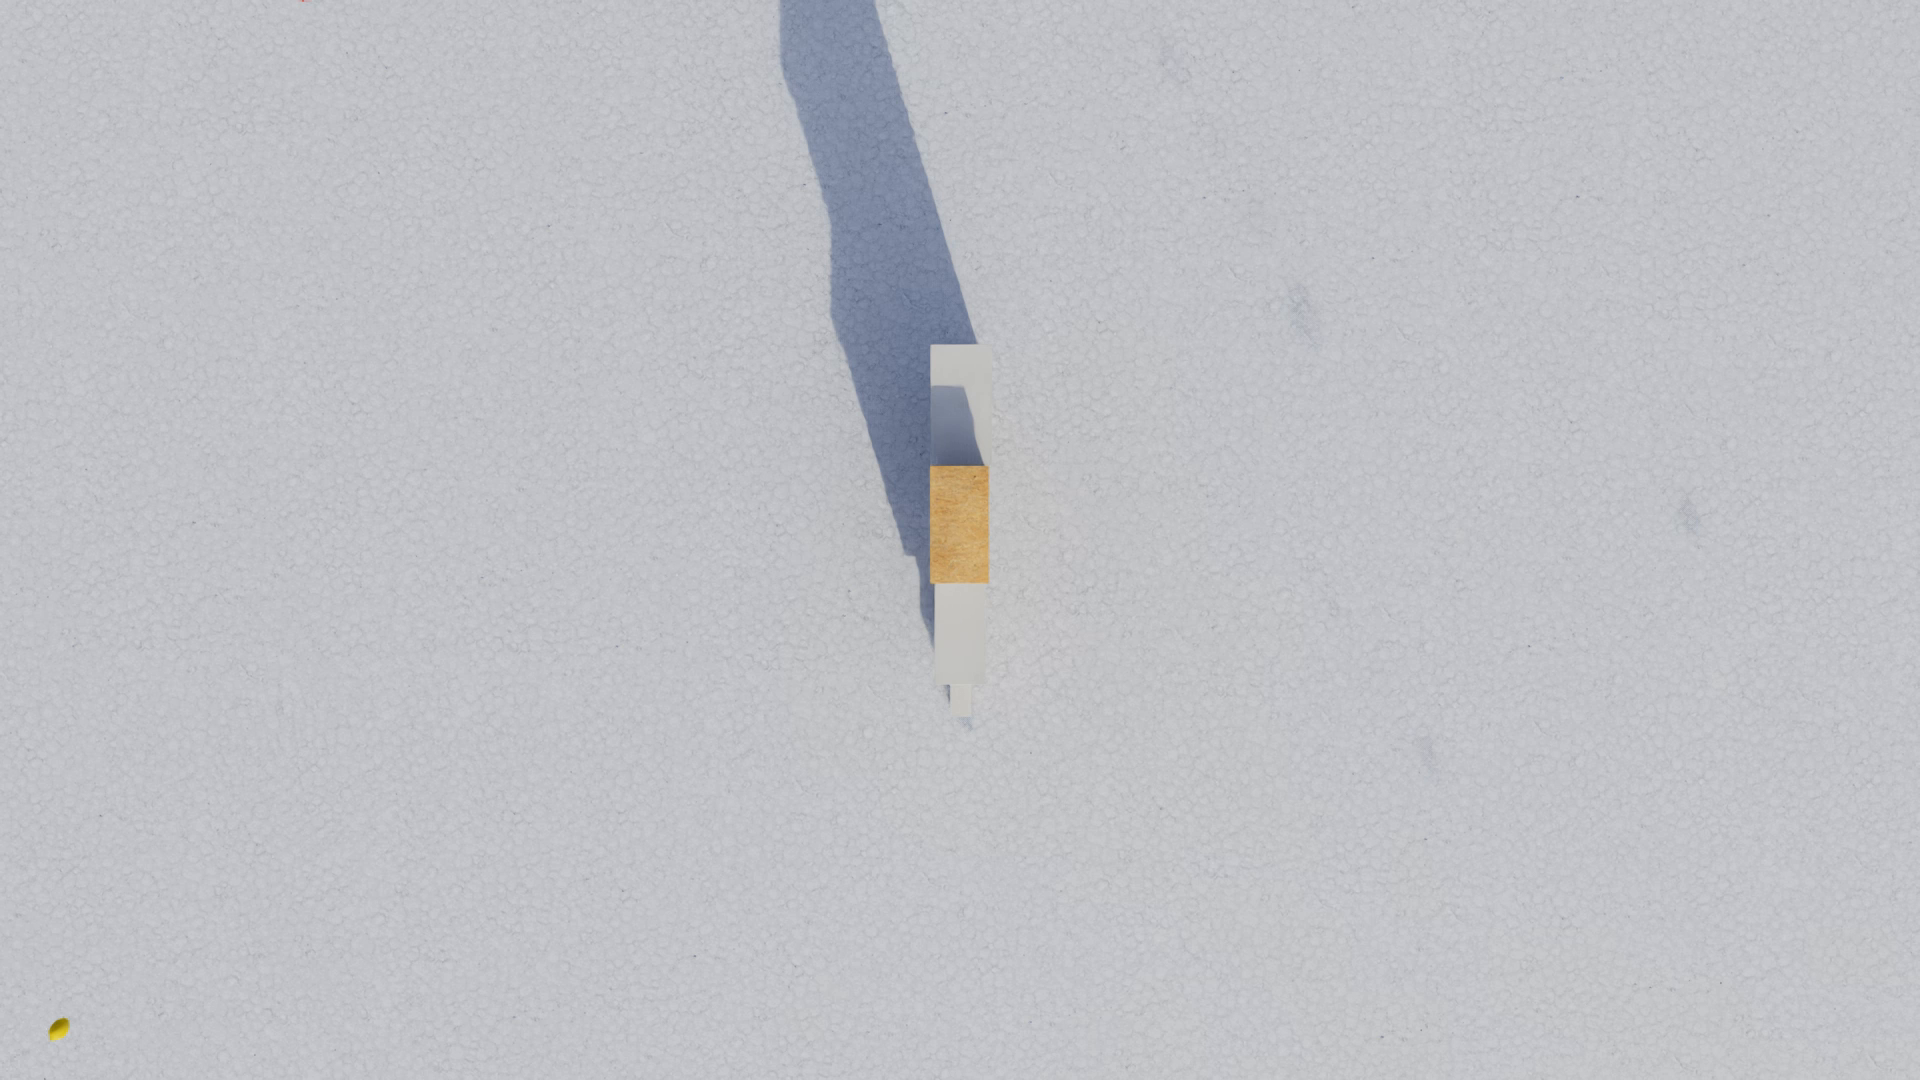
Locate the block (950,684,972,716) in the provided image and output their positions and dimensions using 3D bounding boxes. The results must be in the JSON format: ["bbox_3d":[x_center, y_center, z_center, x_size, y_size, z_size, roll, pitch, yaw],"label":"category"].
[{"bbox_3d":[0.003,0.507,5.356,0.067,0.019,0.134,0,90,0],"label":"block"}]

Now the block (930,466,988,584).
[{"bbox_3d":[-0.001,-0.044,4.758,0.169,0.048,0.338,0,90,0],"label":"block"}]

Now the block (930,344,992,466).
[{"bbox_3d":[0.003,-0.395,4.869,0.178,0.050,0.356,0,90,0],"label":"block"}]

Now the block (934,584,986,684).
[{"bbox_3d":[0.000,0.282,4.991,0.152,0.043,0.304,0,90,0],"label":"block"}]
